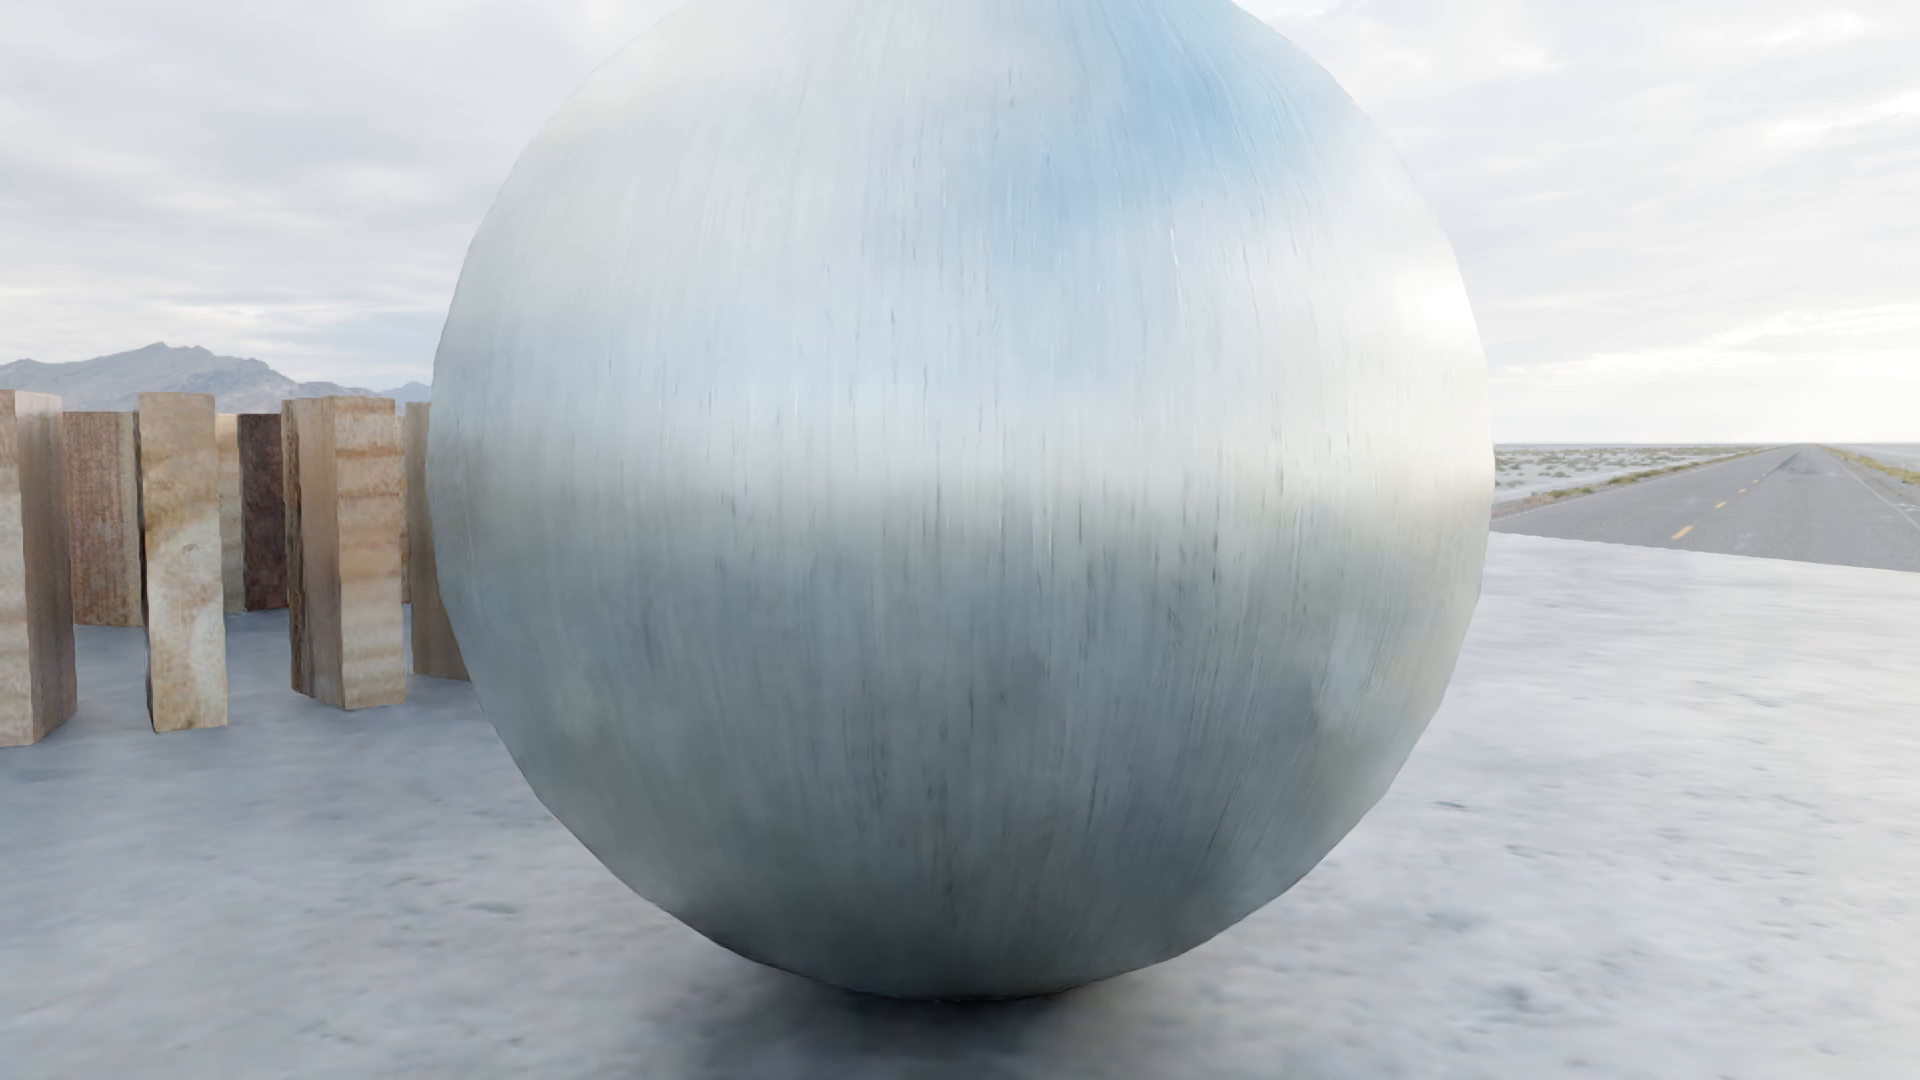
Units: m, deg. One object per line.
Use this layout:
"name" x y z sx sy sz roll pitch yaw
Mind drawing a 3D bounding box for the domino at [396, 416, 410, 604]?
"domino" -0.153 -0.009 0.352 0.010 0.050 0.025 -1 4 -9

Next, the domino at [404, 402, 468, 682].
"domino" -0.088 0.000 0.234 0.025 0.050 0.009 3 5 32

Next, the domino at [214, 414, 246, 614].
"domino" -0.195 -0.007 0.323 0.025 0.050 0.010 1 5 19

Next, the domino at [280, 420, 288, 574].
"domino" -0.227 -0.014 0.422 0.009 0.050 0.025 -2 5 -29

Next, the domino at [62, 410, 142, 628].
"domino" -0.200 -0.005 0.303 0.025 0.050 0.010 1 4 15

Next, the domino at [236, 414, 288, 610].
"domino" -0.187 -0.008 0.337 0.025 0.050 0.009 4 6 45

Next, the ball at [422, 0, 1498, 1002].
"ball" 0.000 -0.005 0.103 0.080 0.080 0.080 0 4 0

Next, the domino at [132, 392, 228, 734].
"domino" -0.122 0.003 0.200 0.009 0.050 0.025 -3 5 -34

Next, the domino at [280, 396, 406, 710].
"domino" -0.104 0.001 0.215 0.009 0.050 0.025 -4 6 -45

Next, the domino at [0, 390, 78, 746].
"domino" -0.140 0.003 0.190 0.010 0.050 0.025 -2 5 -23
